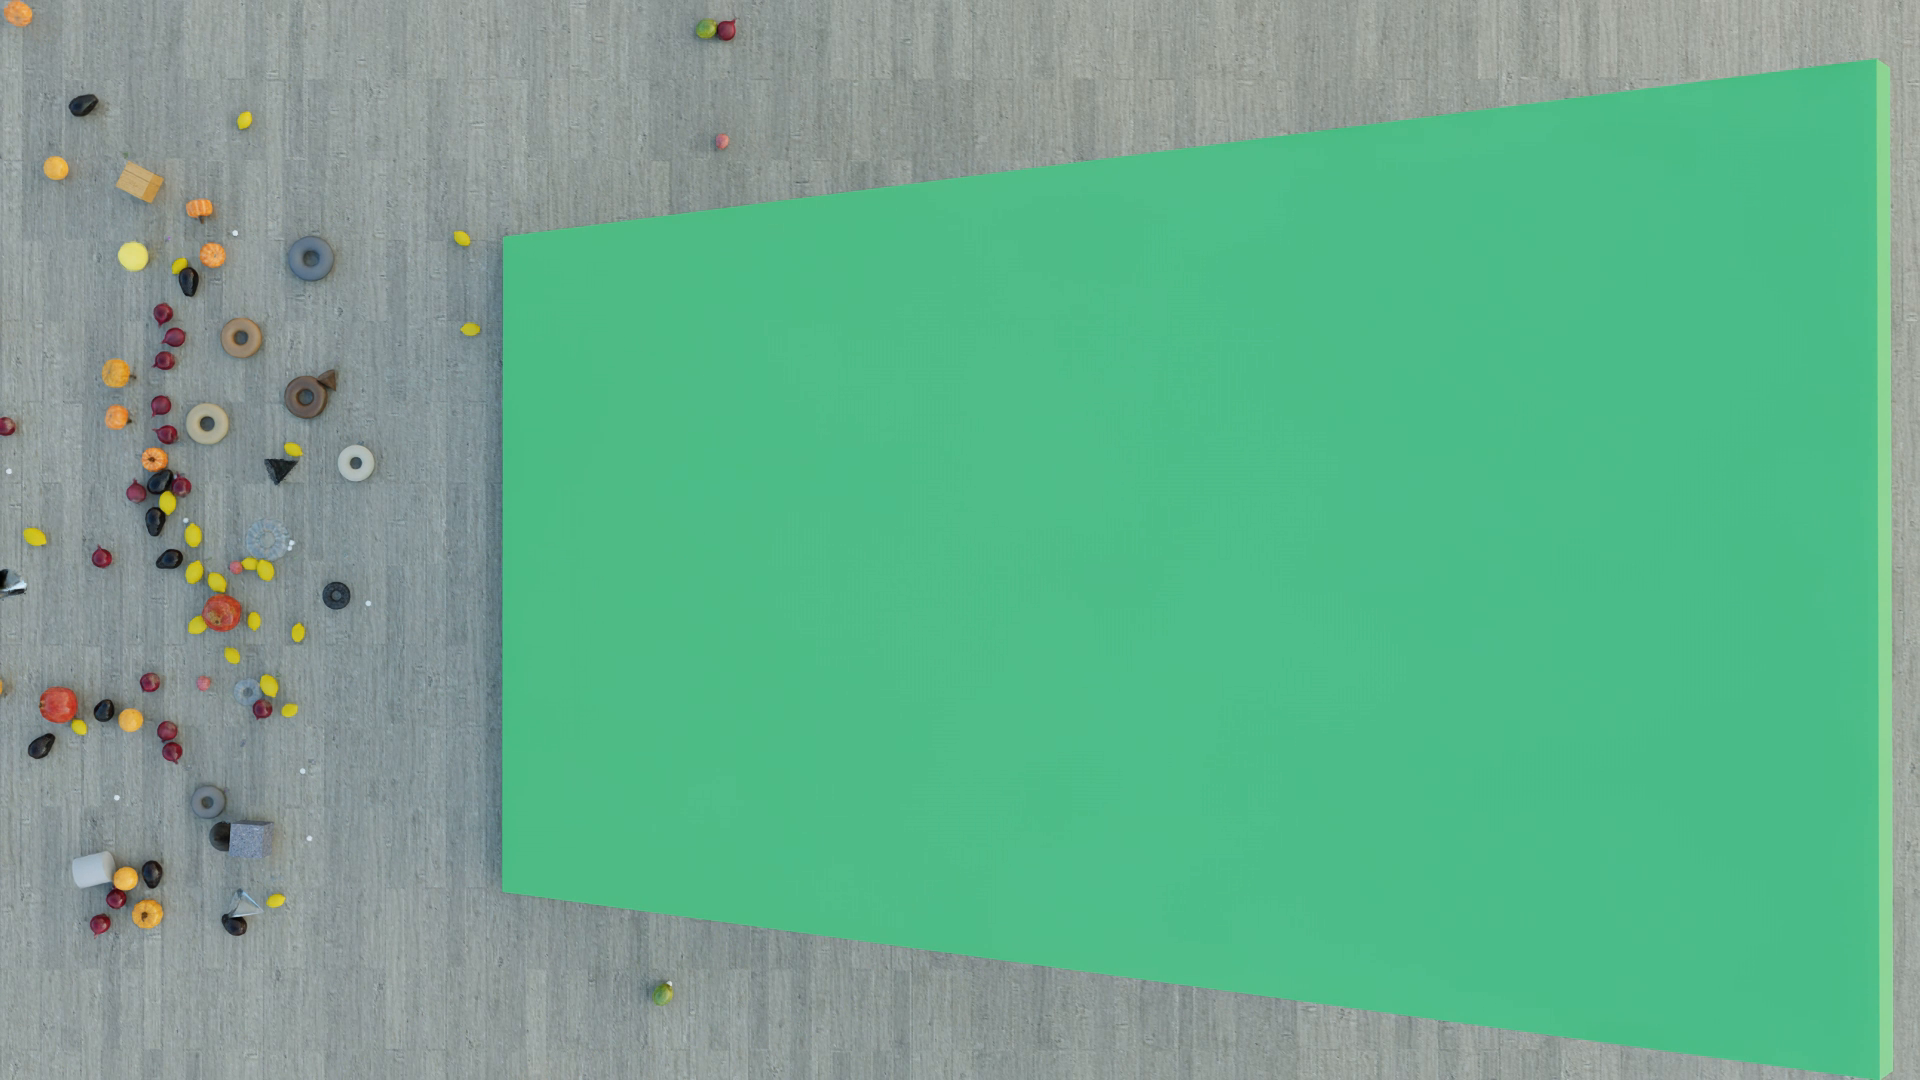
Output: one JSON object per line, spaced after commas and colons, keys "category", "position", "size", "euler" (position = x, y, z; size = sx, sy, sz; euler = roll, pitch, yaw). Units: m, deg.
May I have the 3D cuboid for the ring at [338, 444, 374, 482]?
{"category": "ring", "position": [-1.861, -0.237, 6.778], "size": [0.113, 0.038, 0.113], "euler": [0, 90, -1]}

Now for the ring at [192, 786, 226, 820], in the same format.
{"category": "ring", "position": [-2.315, 0.807, 6.771], "size": [0.104, 0.035, 0.104], "euler": [0, 90, -1]}

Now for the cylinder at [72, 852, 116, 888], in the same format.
{"category": "cylinder", "position": [-2.653, 1.011, 6.740], "size": [0.094, 0.094, 0.094], "euler": [-14, 90, 0]}

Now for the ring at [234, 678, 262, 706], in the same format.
{"category": "ring", "position": [-2.194, 0.469, 6.777], "size": [0.088, 0.029, 0.088], "euler": [0, 91, 0]}

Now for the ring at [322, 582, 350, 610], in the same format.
{"category": "ring", "position": [-1.922, 0.172, 6.779], "size": [0.087, 0.029, 0.087], "euler": [0, 90, 1]}

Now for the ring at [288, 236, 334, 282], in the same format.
{"category": "ring", "position": [-1.999, -0.867, 6.777], "size": [0.141, 0.047, 0.141], "euler": [0, 88, -1]}

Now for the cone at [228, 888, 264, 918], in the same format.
{"category": "cone", "position": [-2.185, 1.131, 6.765], "size": [0.096, 0.096, 0.096], "euler": [25, 90, -26]}

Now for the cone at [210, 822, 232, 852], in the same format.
{"category": "cone", "position": [-2.271, 0.915, 6.741], "size": [0.093, 0.093, 0.093], "euler": [0, 90, 0]}

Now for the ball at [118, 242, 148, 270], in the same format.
{"category": "ball", "position": [-2.540, -0.873, 6.757], "size": [0.087, 0.087, 0.087], "euler": [0, 90, 0]}

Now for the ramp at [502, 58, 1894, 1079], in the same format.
{"category": "ramp", "position": [0.231, 0.065, 5.549], "size": [4.000, 0.100, 2.000], "euler": [0, 89, 37]}

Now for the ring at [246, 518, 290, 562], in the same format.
{"category": "ring", "position": [-2.133, 0.000, 6.772], "size": [0.137, 0.046, 0.137], "euler": [0, 90, -1]}

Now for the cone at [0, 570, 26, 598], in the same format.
{"category": "cone", "position": [-2.947, 0.157, 6.771], "size": [0.096, 0.096, 0.096], "euler": [-39, 90, 27]}

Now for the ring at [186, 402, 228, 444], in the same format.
{"category": "ring", "position": [-2.319, -0.358, 6.774], "size": [0.130, 0.043, 0.130], "euler": [0, 92, -5]}

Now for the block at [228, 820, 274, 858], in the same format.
{"category": "block", "position": [-2.171, 0.916, 6.738], "size": [0.100, 0.100, 0.100], "euler": [4, 90, 0]}

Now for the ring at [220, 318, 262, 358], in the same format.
{"category": "ring", "position": [-2.216, -0.623, 6.778], "size": [0.127, 0.042, 0.127], "euler": [0, 88, -1]}

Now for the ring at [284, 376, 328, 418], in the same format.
{"category": "ring", "position": [-2.015, -0.440, 6.775], "size": [0.134, 0.045, 0.134], "euler": [0, 90, 1]}

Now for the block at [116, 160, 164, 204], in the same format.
{"category": "block", "position": [-2.521, -1.100, 6.759], "size": [0.087, 0.087, 0.087], "euler": [27, 90, 0]}

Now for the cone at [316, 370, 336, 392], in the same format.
{"category": "cone", "position": [-1.940, -0.483, 6.783], "size": [0.064, 0.064, 0.064], "euler": [-26, 116, 0]}
